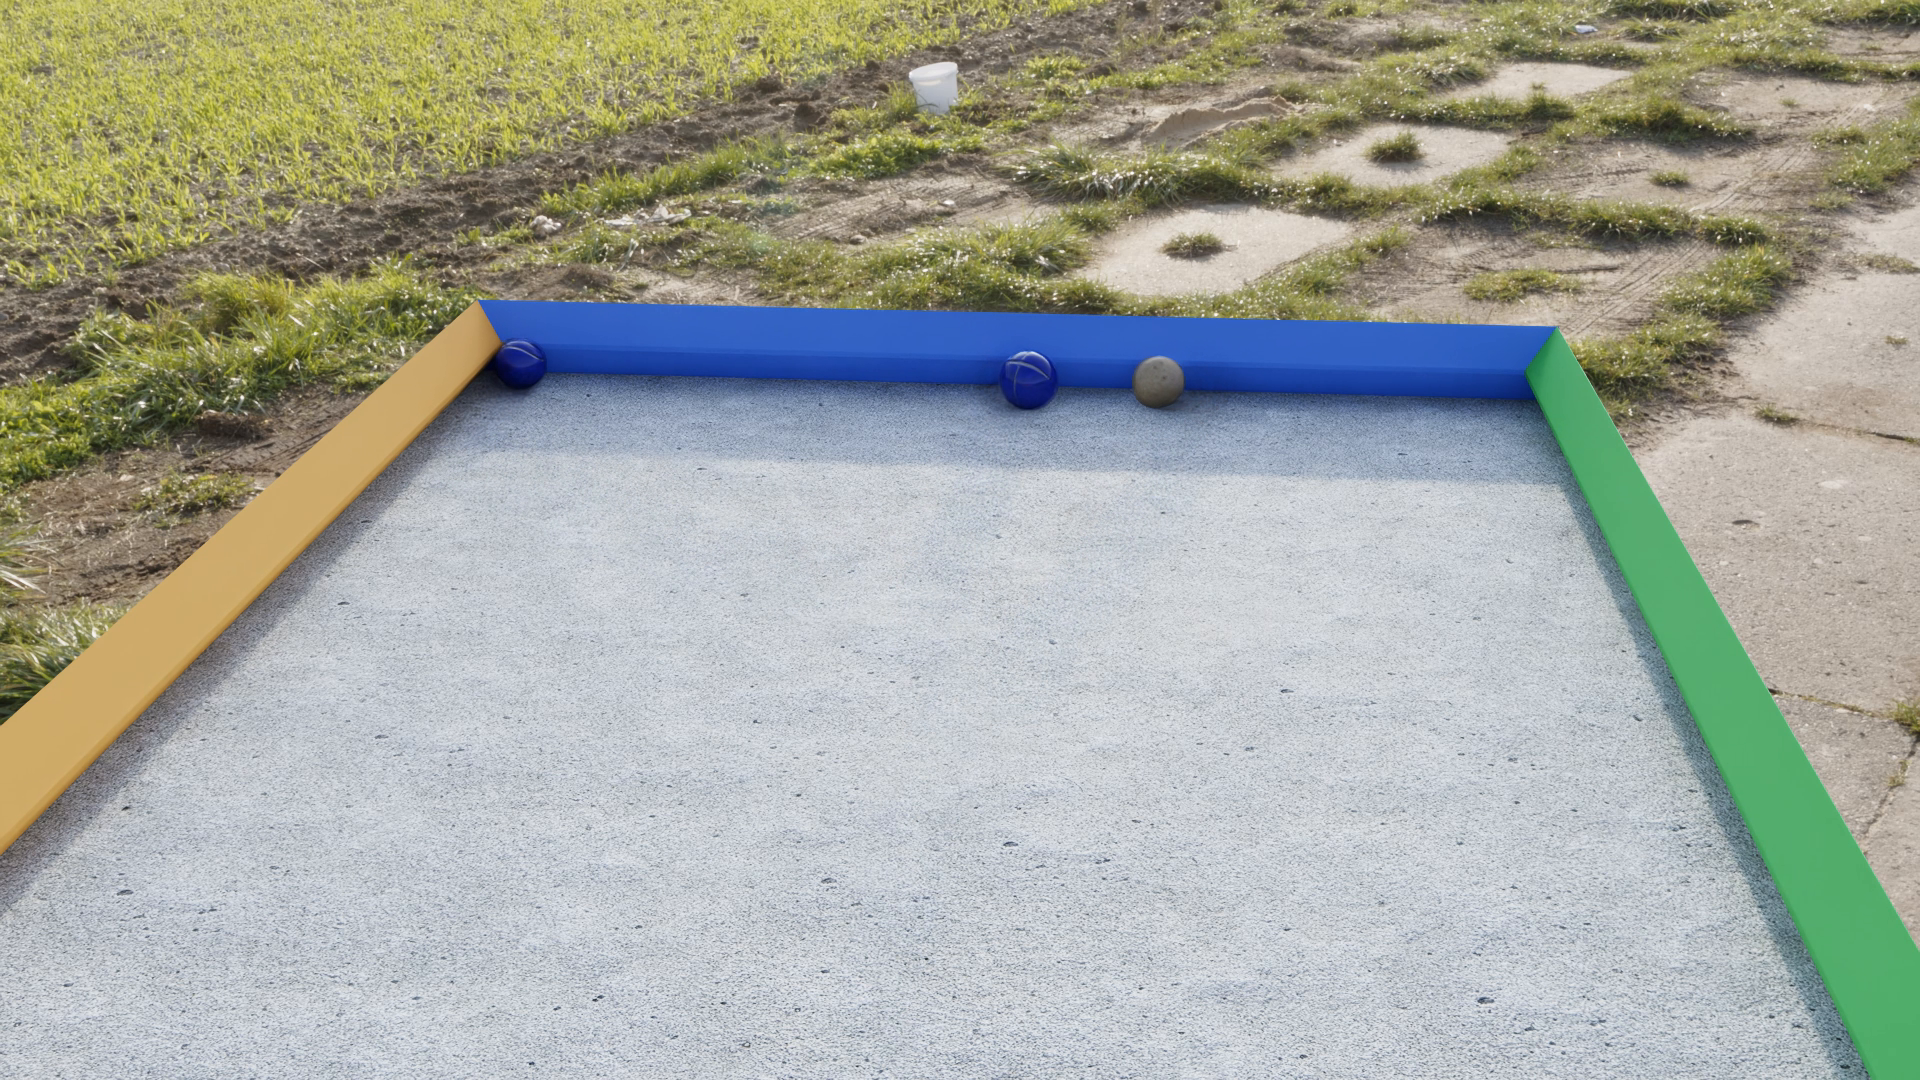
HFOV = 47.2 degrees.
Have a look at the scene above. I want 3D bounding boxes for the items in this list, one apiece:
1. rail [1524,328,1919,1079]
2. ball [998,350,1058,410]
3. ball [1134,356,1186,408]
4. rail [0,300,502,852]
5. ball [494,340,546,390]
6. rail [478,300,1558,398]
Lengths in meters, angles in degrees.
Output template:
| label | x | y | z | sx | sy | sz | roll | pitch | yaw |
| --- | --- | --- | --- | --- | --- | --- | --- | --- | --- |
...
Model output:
| label | x | y | z | sx | sy | sz | roll | pitch | yaw |
| --- | --- | --- | --- | --- | --- | --- | --- | --- | --- |
| rail | 0.640 | 0.255 | 1.668 | 0.045 | 0.100 | 2.680 | 2 | 22 | 5 |
| ball | 0.089 | -0.210 | 2.879 | 0.077 | 0.077 | 0.077 | 0 | 22 | 0 |
| ball | 0.262 | -0.208 | 2.886 | 0.068 | 0.068 | 0.068 | 0 | 22 | 0 |
| rail | -0.763 | 0.208 | 1.788 | 0.045 | 0.100 | 2.680 | 2 | 22 | 5 |
| ball | -0.593 | -0.236 | 2.960 | 0.068 | 0.068 | 0.068 | 0 | 22 | 0 |
| rail | 0.059 | -0.250 | 2.947 | 1.456 | 0.100 | 0.045 | 2 | 22 | 5 |
